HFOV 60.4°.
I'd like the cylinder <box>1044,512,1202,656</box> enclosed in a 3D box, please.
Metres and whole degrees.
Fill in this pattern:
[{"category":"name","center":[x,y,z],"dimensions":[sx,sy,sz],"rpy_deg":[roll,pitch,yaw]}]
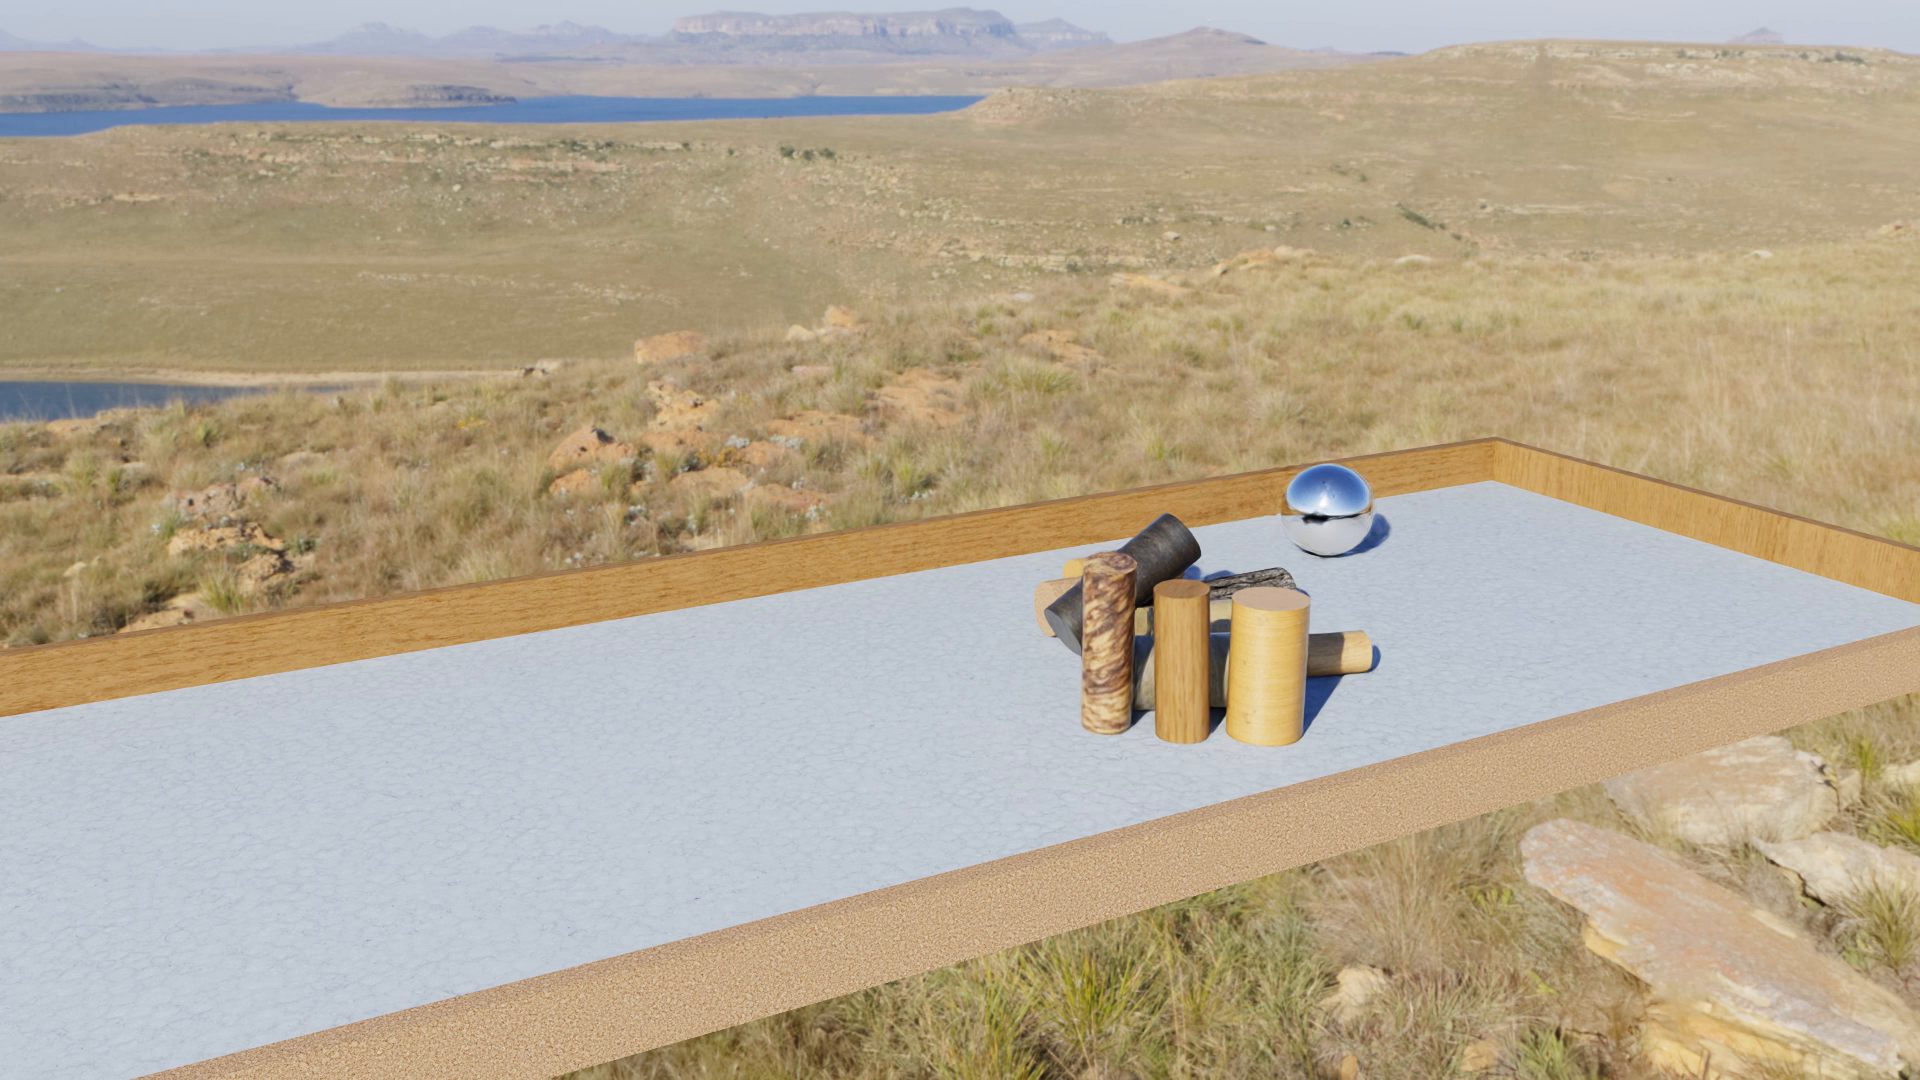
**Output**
[{"category":"cylinder","center":[0.429,0.115,4.347],"dimensions":[0.419,0.154,0.154],"rpy_deg":[-38,28,-13]}]

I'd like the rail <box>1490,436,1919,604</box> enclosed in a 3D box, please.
[{"category":"rail","center":[2.466,-0.048,5.253],"dimensions":[0.050,0.150,2.100],"rpy_deg":[-9,18,-27]}]

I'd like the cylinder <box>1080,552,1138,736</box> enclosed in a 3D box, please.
[{"category":"cylinder","center":[0.340,0.239,3.780],"dimensions":[0.118,0.415,0.118],"rpy_deg":[-1,25,0]}]

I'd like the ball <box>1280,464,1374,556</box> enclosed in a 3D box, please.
[{"category":"ball","center":[1.150,-0.095,5.166],"dimensions":[0.289,0.289,0.289],"rpy_deg":[0,16,0]}]

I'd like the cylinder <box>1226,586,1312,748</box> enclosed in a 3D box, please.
[{"category":"cylinder","center":[0.707,0.290,3.788],"dimensions":[0.177,0.327,0.177],"rpy_deg":[0,16,0]}]

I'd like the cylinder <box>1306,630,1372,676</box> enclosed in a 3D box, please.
[{"category":"cylinder","center":[0.824,0.296,4.159],"dimensions":[0.414,0.107,0.107],"rpy_deg":[-4,17,-12]}]

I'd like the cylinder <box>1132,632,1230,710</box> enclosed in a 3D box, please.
[{"category":"cylinder","center":[0.594,0.313,3.971],"dimensions":[0.396,0.179,0.179],"rpy_deg":[-2,16,-6]}]

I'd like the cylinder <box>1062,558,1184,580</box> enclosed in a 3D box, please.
[{"category":"cylinder","center":[0.474,0.100,4.778],"dimensions":[0.336,0.134,0.134],"rpy_deg":[-9,19,-29]}]

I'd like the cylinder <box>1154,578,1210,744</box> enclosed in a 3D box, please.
[{"category":"cylinder","center":[0.507,0.277,3.767],"dimensions":[0.126,0.355,0.126],"rpy_deg":[-3,19,1]}]

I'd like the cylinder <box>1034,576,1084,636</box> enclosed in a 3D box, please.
[{"category":"cylinder","center":[0.379,0.168,4.519],"dimensions":[0.319,0.150,0.150],"rpy_deg":[-7,18,-23]}]

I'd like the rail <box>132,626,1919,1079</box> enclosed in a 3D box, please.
[{"category":"rail","center":[-2.336,1.006,1.665],"dimensions":[12.000,0.150,0.050],"rpy_deg":[-9,18,-27]}]

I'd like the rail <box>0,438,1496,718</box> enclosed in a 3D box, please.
[{"category":"rail","center":[-3.305,0.497,3.399],"dimensions":[12.000,0.150,0.050],"rpy_deg":[-9,18,-27]}]

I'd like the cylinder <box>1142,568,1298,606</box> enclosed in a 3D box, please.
[{"category":"cylinder","center":[0.706,0.174,4.516],"dimensions":[0.443,0.139,0.139],"rpy_deg":[-9,19,-27]}]

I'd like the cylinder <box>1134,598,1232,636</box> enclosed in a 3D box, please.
[{"category":"cylinder","center":[0.622,0.238,4.270],"dimensions":[0.319,0.156,0.156],"rpy_deg":[-4,17,-15]}]
